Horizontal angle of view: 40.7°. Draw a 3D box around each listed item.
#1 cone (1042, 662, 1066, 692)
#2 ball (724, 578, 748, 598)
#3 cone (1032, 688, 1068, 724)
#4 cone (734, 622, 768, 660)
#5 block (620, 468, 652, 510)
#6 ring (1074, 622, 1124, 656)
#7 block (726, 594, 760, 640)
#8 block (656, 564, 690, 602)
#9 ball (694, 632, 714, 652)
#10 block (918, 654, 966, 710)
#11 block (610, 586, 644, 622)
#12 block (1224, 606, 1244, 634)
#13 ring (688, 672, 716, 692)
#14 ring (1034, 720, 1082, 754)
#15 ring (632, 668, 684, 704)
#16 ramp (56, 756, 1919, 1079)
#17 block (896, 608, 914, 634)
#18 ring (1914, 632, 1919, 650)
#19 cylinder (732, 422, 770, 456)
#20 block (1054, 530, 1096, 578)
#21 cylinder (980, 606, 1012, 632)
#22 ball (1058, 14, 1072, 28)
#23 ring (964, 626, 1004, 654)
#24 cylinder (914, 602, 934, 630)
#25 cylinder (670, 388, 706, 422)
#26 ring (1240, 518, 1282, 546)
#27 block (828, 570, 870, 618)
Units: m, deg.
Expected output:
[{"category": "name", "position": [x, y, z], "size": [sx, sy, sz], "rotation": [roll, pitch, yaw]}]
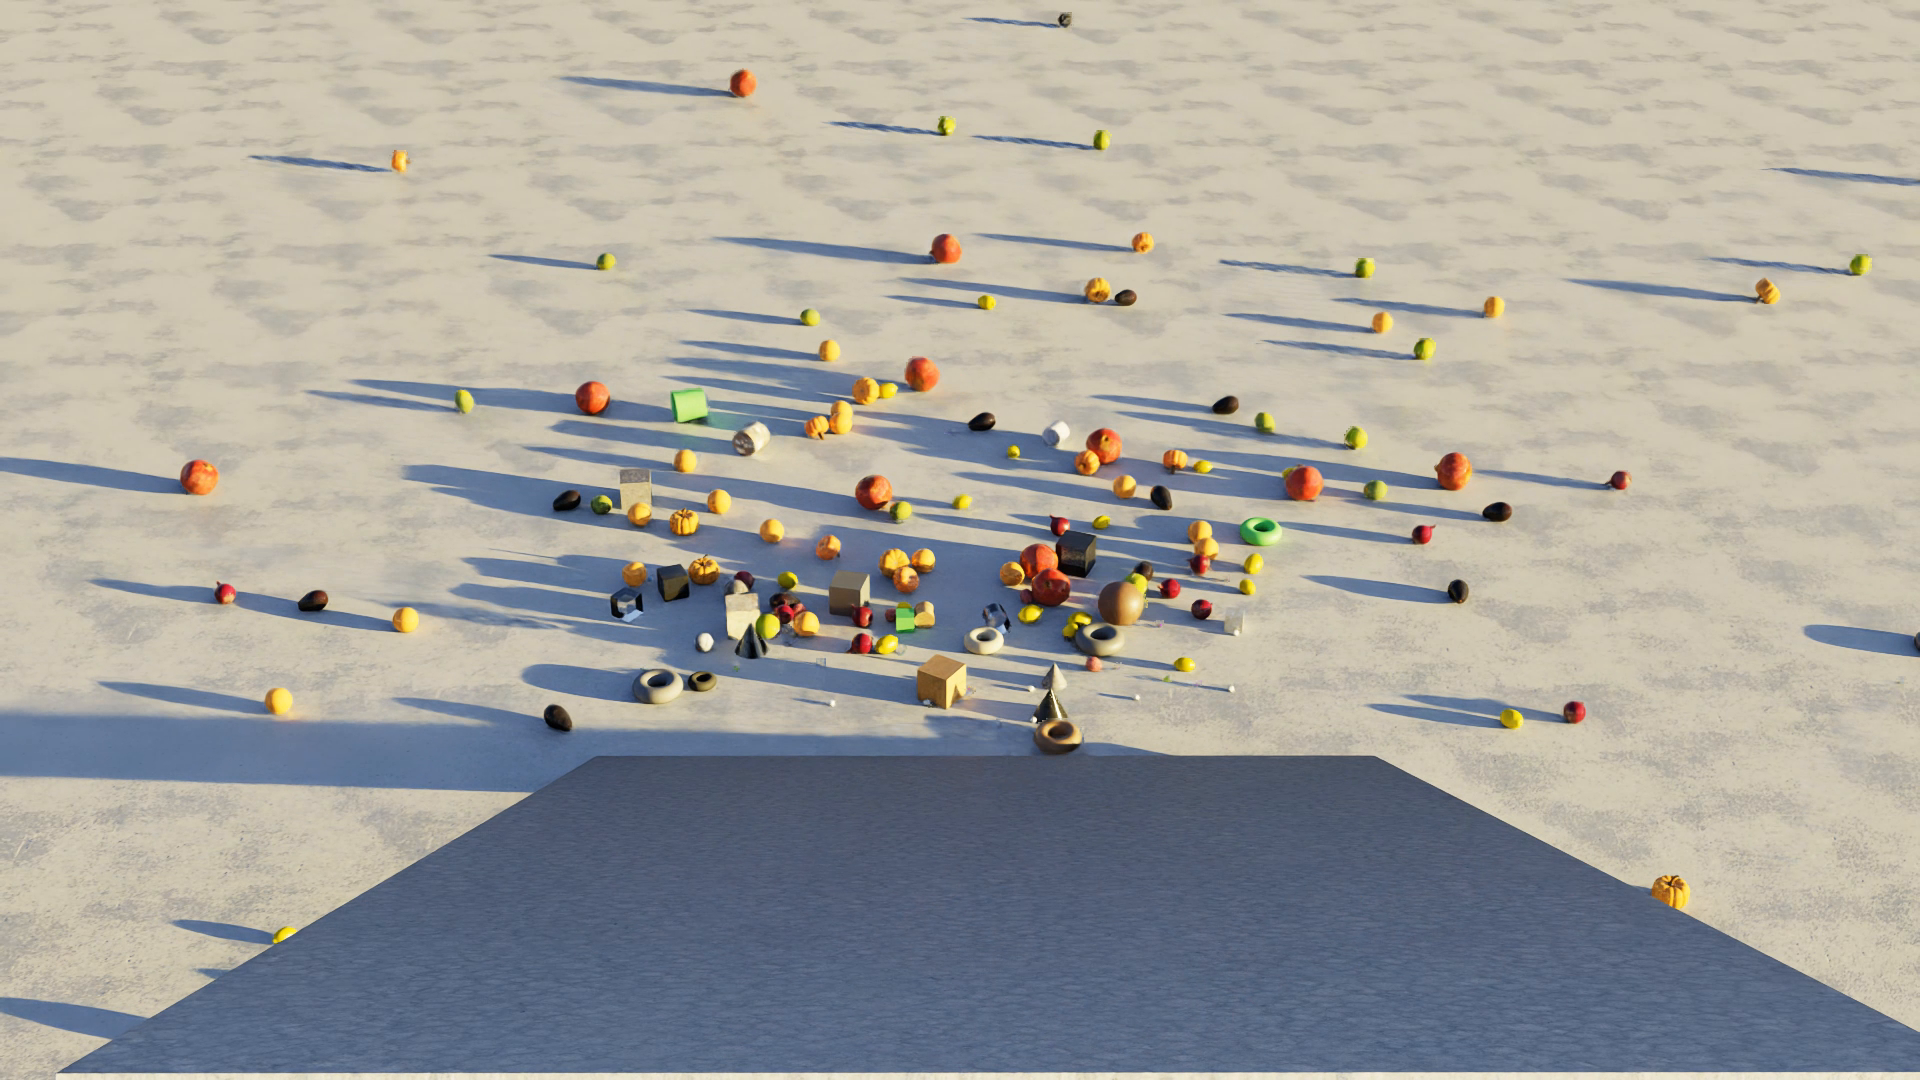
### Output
[{"category": "cone", "position": [0.258, 0.364, 7.090], "size": [0.071, 0.071, 0.071], "rotation": [0, 30, 0]}, {"category": "ball", "position": [-0.647, 0.148, 7.463], "size": [0.071, 0.071, 0.071], "rotation": [0, 30, 0]}, {"category": "cone", "position": [0.243, 0.435, 6.948], "size": [0.094, 0.094, 0.094], "rotation": [0, 30, 0]}, {"category": "cone", "position": [-0.584, 0.268, 7.233], "size": [0.095, 0.095, 0.095], "rotation": [0, 30, 0]}, {"category": "block", "position": [-0.998, -0.158, 7.967], "size": [0.091, 0.091, 0.091], "rotation": [-3, 30, -5]}, {"category": "ring", "position": [0.392, 0.279, 7.262], "size": [0.141, 0.047, 0.141], "rotation": [1, 29, -1]}, {"category": "block", "position": [-0.615, 0.217, 7.325], "size": [0.091, 0.091, 0.091], "rotation": [-4, 30, -6]}, {"category": "block", "position": [-0.832, 0.124, 7.501], "size": [0.073, 0.073, 0.073], "rotation": [-12, 32, -19]}, {"category": "ball", "position": [-0.718, 0.286, 7.242], "size": [0.054, 0.054, 0.054], "rotation": [0, 30, 0]}, {"category": "block", "position": [-0.050, 0.385, 7.032], "size": [0.095, 0.095, 0.095], "rotation": [18, 35, 28]}, {"category": "block", "position": [-0.954, 0.185, 7.407], "size": [0.064, 0.064, 0.064], "rotation": [20, 36, 30]}, {"category": "block", "position": [0.778, 0.227, 7.346], "size": [0.052, 0.052, 0.052], "rotation": [5, 31, 9]}, {"category": "ring", "position": [-0.707, 0.387, 7.096], "size": [0.080, 0.027, 0.080], "rotation": [-1, 30, 1]}, {"category": "ring", "position": [0.258, 0.521, 6.850], "size": [0.127, 0.042, 0.127], "rotation": [-2, 33, 1]}, {"category": "ring", "position": [-0.824, 0.399, 7.058], "size": [0.139, 0.046, 0.139], "rotation": [-1, 31, 1]}, {"category": "ramp", "position": [0.068, 0.602, 4.663], "size": [2.000, 0.100, 4.000], "rotation": [0, 0, 0]}, {"category": "block", "position": [-0.155, 0.229, 7.342], "size": [0.051, 0.051, 0.051], "rotation": [-1, 30, -1]}, {"category": "ring", "position": [2.738, 0.289, 7.251], "size": [0.122, 0.041, 0.122], "rotation": [0, 31, 0]}, {"category": "cylinder", "position": [-0.666, -0.323, 8.257], "size": [0.085, 0.085, 0.085], "rotation": [17, 39, 27]}, {"category": "block", "position": [0.340, 0.041, 7.623], "size": [0.094, 0.094, 0.094], "rotation": [11, 32, 18]}, {"category": "cylinder", "position": [0.102, 0.224, 7.337], "size": [0.066, 0.066, 0.066], "rotation": [-13, 13, -21]}, {"category": "ball", "position": [0.478, -2.368, 11.791], "size": [0.062, 0.062, 0.062], "rotation": [0, 30, 0]}, {"category": "ring", "position": [0.066, 0.282, 7.266], "size": [0.112, 0.037, 0.112], "rotation": [0, 31, 0]}, {"category": "cylinder", "position": [-0.101, 0.214, 7.362], "size": [0.058, 0.058, 0.058], "rotation": [-1, 30, -1]}, {"category": "cylinder", "position": [-0.885, -0.439, 8.444], "size": [0.098, 0.098, 0.098], "rotation": [-9, 31, -16]}, {"category": "ring", "position": [0.905, -0.026, 7.790], "size": [0.128, 0.043, 0.128], "rotation": [1, 31, -1]}, {"category": "block", "position": [-0.317, 0.155, 7.428], "size": [0.094, 0.094, 0.094], "rotation": [7, 31, 11]}]
